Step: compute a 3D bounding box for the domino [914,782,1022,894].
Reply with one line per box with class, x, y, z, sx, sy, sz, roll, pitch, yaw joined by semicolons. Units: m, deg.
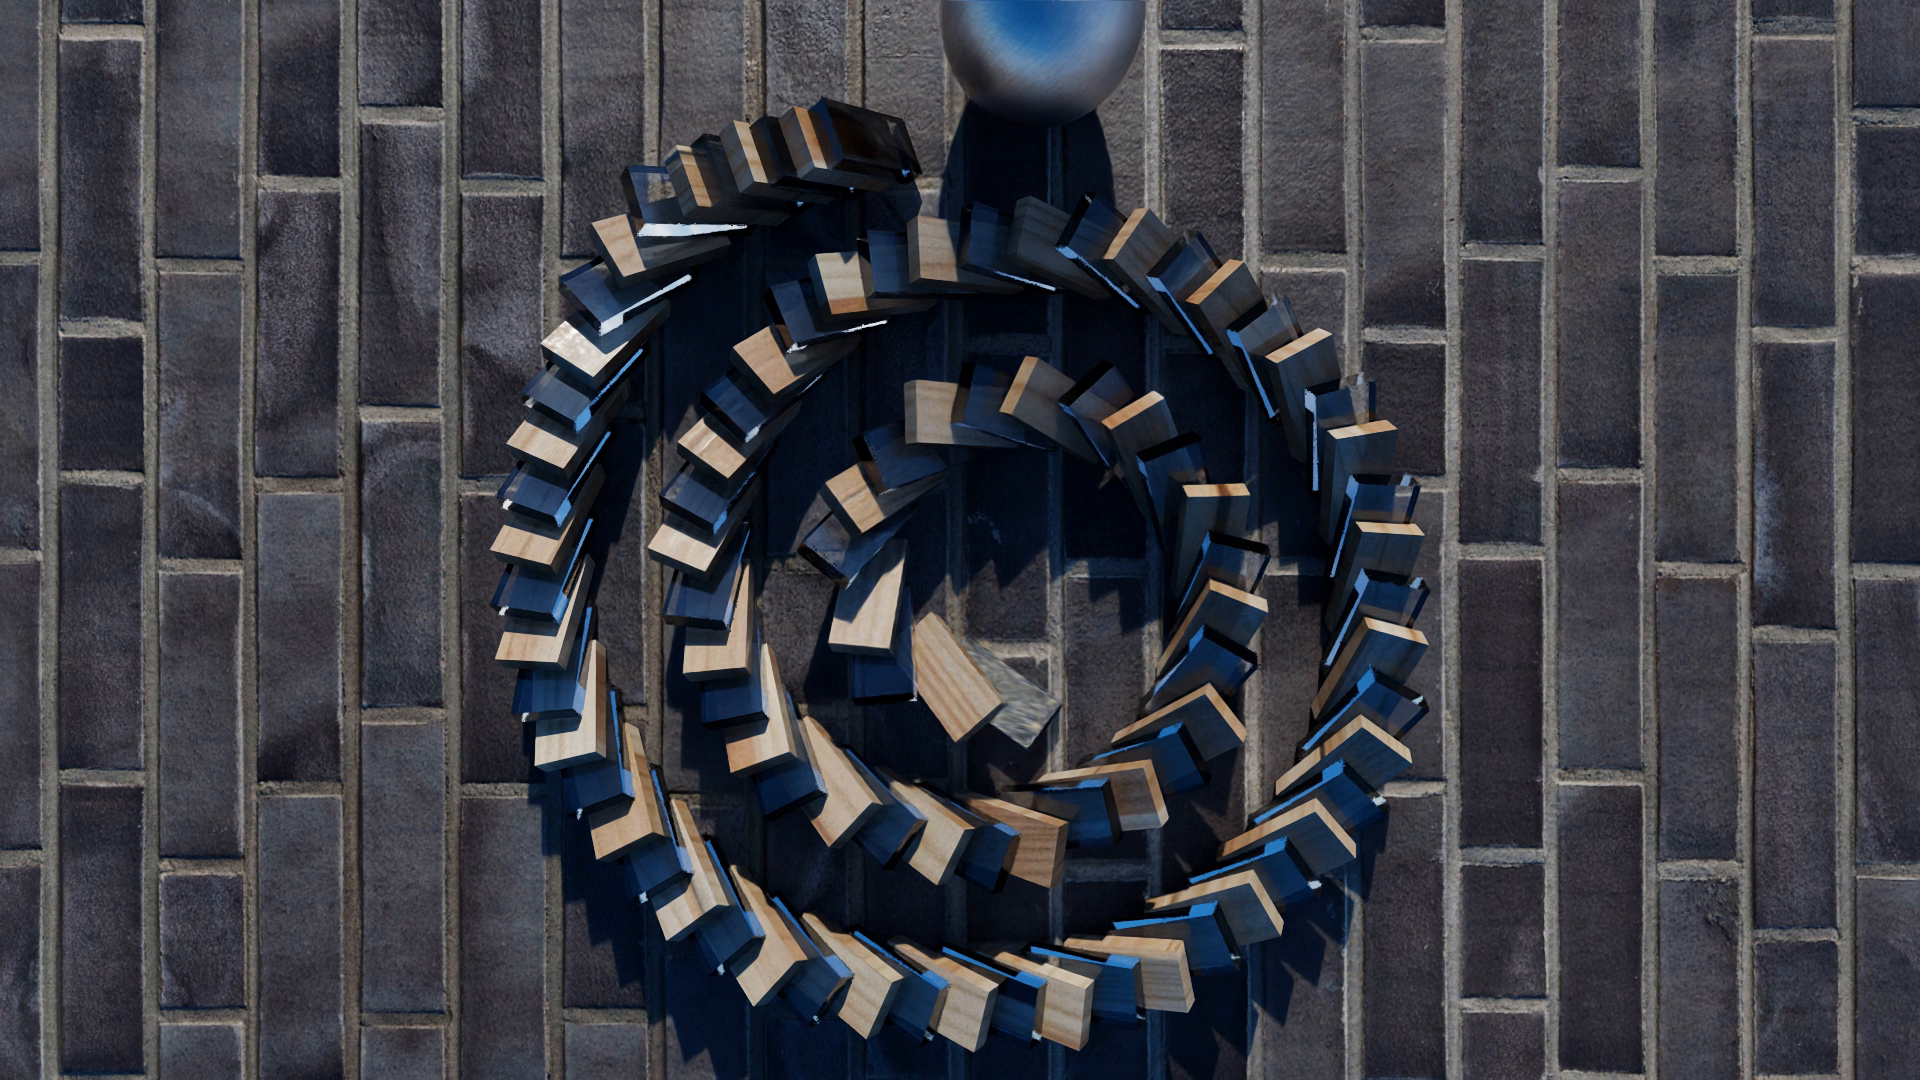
domino;-0.001;0.124;0.383;0.050;0.010;0.025;20;91;32

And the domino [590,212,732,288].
domino;-0.125;-0.125;0.383;0.050;0.009;0.025;-31;90;-32

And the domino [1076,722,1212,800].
domino;0.076;0.096;0.383;0.050;0.010;0.025;-28;90;32

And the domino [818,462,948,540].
domino;-0.032;-0.023;0.382;0.050;0.009;0.025;-36;89;-34

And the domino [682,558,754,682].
domino;-0.100;0.033;0.383;0.025;0.009;0.050;-6;59;0

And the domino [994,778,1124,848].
domino;0.041;0.115;0.383;0.050;0.009;0.025;-13;90;31

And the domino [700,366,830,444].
domino;-0.081;-0.065;0.383;0.025;0.010;0.050;44;60;0

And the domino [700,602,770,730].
domino;-0.095;0.052;0.383;0.025;0.010;0.050;-12;59;0

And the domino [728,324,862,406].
domino;-0.068;-0.080;0.383;0.025;0.009;0.050;49;59;0

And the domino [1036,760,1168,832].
domino;0.059;0.108;0.383;0.050;0.010;0.025;-17;90;31

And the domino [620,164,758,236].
domino;-0.112;-0.140;0.380;0.050;0.010;0.025;-15;86;-39

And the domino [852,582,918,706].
domino;-0.032;0.043;0.383;0.025;0.009;0.050;-6;60;4

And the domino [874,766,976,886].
domino;-0.021;0.118;0.383;0.050;0.009;0.025;27;90;31

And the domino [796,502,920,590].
domino;-0.042;-0.005;0.381;0.025;0.009;0.050;39;54;2

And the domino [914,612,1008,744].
domino;-0.005;0.057;0.384;0.025;0.010;0.050;-42;65;5

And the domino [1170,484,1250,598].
domino;0.104;0.001;0.382;0.025;0.009;0.050;-2;123;0

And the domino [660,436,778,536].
domino;-0.100;-0.029;0.383;0.025;0.009;0.050;29;59;0

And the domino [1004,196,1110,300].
domino;0.044;-0.121;0.383;0.050;0.010;0.025;13;90;-31

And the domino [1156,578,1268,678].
domino;0.105;0.042;0.383;0.025;0.009;0.050;22;122;0

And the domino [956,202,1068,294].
domino;0.023;-0.121;0.383;0.050;0.009;0.025;6;90;-30

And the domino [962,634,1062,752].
domino;0.016;0.066;0.395;0.050;0.010;0.025;36;90;0

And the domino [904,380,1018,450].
domino;0.001;-0.052;0.382;0.050;0.010;0.025;-1;89;-33

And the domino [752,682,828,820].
domino;-0.076;0.088;0.383;0.025;0.009;0.050;-27;59;0

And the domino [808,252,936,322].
domino;-0.036;-0.107;0.383;0.050;0.009;0.025;-15;89;-31

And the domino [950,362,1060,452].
domino;0.022;-0.055;0.383;0.050;0.010;0.025;12;90;-33

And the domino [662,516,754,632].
domino;-0.105;0.012;0.383;0.025;0.010;0.050;6;59;0

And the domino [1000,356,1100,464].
domino;0.042;-0.053;0.382;0.050;0.010;0.025;26;90;-33

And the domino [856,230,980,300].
domino;-0.017;-0.114;0.383;0.050;0.009;0.025;-8;90;-31

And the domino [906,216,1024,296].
domino;0.003;-0.118;0.383;0.050;0.010;0.025;-3;90;-30

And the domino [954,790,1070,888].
domino;0.019;0.124;0.383;0.050;0.009;0.025;8;90;32

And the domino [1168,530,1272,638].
domino;0.108;0.022;0.383;0.025;0.009;0.050;14;122;0

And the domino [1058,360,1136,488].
domino;0.065;-0.048;0.383;0.025;0.010;0.050;-42;123;0

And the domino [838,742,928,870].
domino;-0.040;0.111;0.383;0.050;0.010;0.025;35;90;31

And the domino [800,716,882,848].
domino;-0.057;0.101;0.383;0.025;0.010;0.050;-46;58;0

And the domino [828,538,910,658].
domino;-0.037;0.023;0.383;0.025;0.009;0.050;5;61;6

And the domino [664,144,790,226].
domino;-0.095;-0.145;0.377;0.010;0.050;0.025;-20;90;37

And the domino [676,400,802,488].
domino;-0.092;-0.047;0.383;0.025;0.010;0.050;36;59;0

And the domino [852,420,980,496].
domino;-0.017;-0.038;0.382;0.050;0.010;0.025;-23;90;-34

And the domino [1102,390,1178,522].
domino;0.080;-0.034;0.383;0.025;0.010;0.050;-30;122;0

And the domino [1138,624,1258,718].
domino;0.099;0.061;0.383;0.025;0.010;0.050;30;122;0

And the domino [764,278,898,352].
domino;-0.054;-0.097;0.383;0.050;0.010;0.025;-23;90;-31

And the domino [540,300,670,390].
domino;-0.147;-0.088;0.384;0.025;0.010;0.050;32;60;0

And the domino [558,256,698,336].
domino;-0.138;-0.109;0.383;0.025;0.009;0.050;47;59;0

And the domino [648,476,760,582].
domino;-0.106;-0.010;0.383;0.025;0.010;0.050;22;59;1

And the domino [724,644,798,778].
domino;-0.086;0.071;0.383;0.025;0.009;0.050;-20;59;0

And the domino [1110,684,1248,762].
domino;0.091;0.083;0.383;0.050;0.010;0.025;-38;90;32

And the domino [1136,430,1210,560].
domino;0.092;-0.018;0.383;0.025;0.010;0.050;-22;123;0
